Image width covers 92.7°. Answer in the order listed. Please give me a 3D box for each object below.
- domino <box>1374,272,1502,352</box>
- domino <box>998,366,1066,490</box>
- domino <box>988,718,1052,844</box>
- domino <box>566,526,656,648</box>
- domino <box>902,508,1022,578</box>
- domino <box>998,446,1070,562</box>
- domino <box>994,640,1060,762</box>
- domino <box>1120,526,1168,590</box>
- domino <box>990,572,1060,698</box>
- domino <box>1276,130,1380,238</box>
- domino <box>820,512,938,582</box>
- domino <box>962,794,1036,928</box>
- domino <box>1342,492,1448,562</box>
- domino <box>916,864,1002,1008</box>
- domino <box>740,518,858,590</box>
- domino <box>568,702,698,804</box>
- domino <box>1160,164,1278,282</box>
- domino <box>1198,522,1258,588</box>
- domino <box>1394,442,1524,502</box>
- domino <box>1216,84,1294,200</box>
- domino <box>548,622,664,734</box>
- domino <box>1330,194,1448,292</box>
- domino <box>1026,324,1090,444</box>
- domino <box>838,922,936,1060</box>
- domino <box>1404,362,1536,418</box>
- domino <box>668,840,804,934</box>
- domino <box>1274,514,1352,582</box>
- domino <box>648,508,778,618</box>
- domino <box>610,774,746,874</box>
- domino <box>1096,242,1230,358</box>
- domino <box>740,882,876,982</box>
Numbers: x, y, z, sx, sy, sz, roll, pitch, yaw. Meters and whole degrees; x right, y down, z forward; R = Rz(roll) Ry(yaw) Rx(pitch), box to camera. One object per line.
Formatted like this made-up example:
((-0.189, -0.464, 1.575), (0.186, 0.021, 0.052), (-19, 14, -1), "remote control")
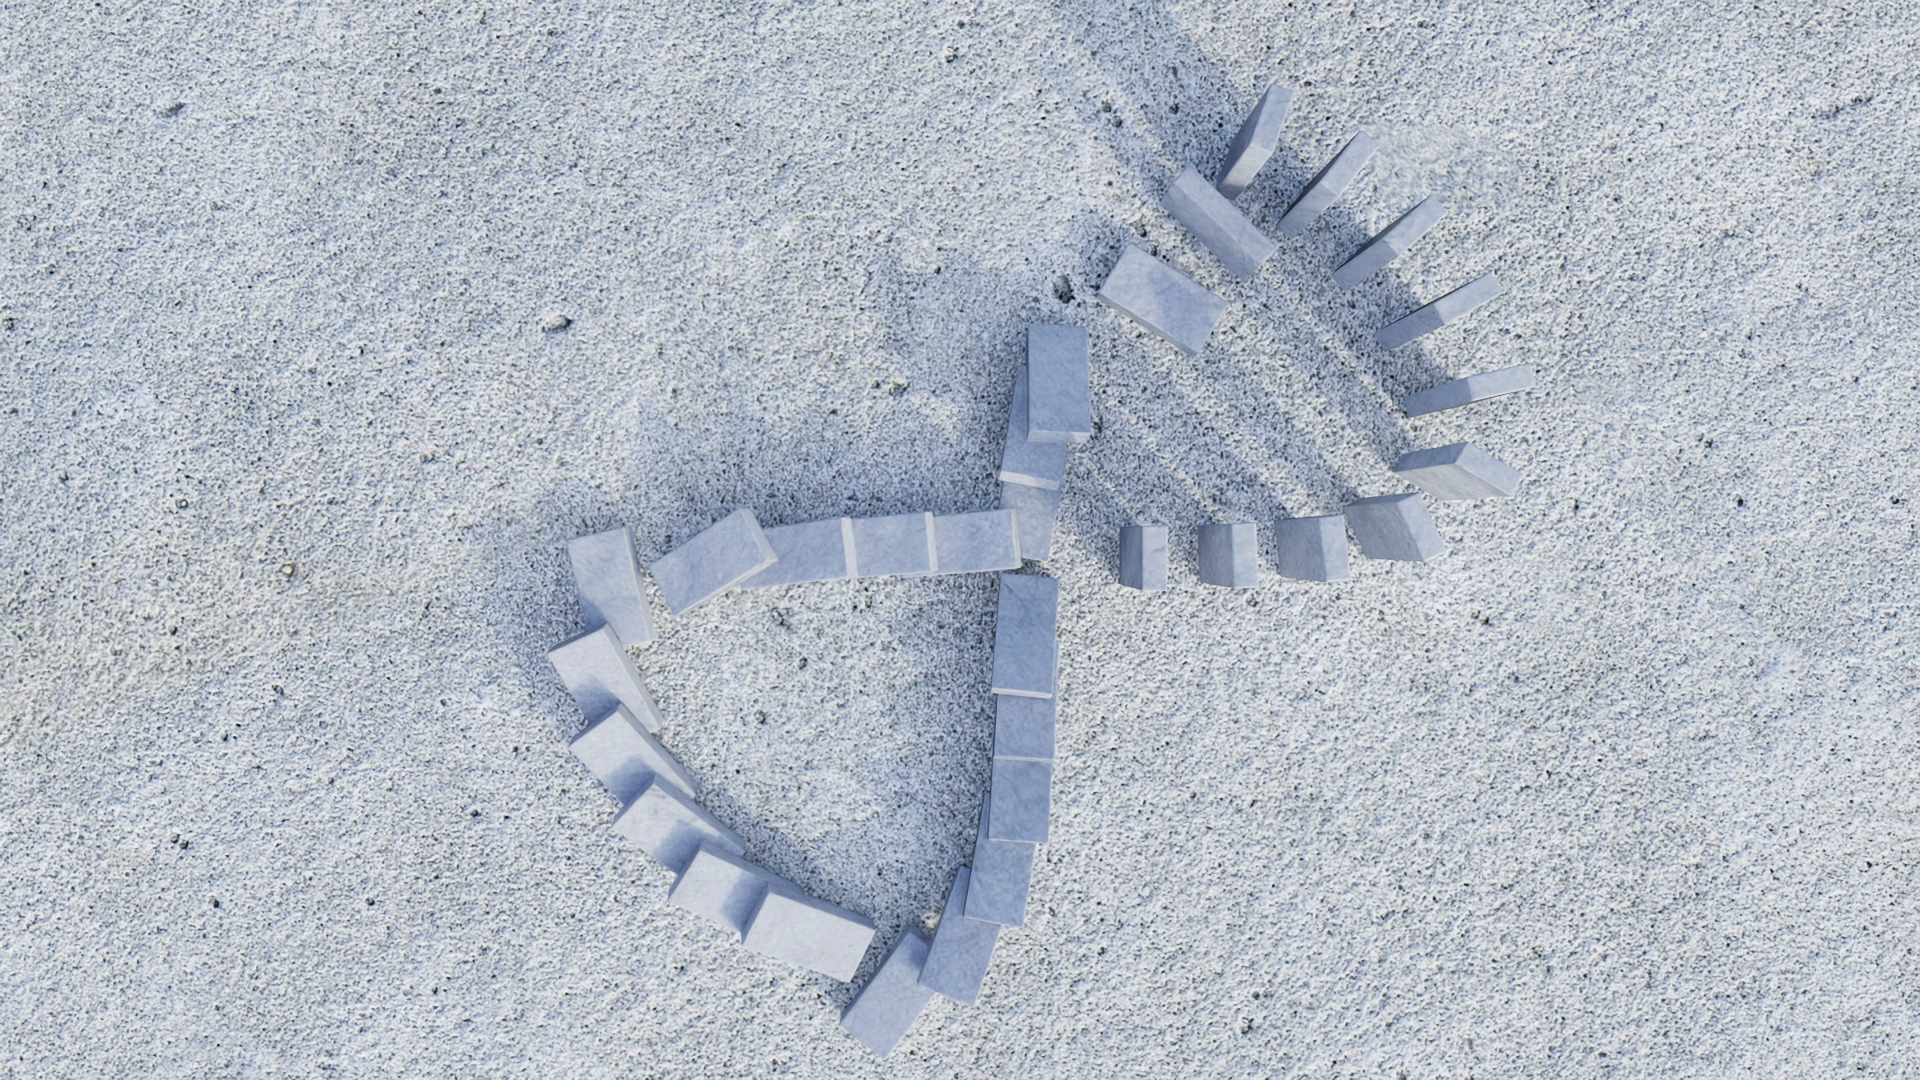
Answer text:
((0.194, -0.092, 0.375), (0.025, 0.050, 0.009), (-29, 90, 0), "domino")
((0.033, -0.048, 0.387), (0.025, 0.009, 0.050), (10, 71, 0), "domino")
((0.026, 0.102, 0.388), (0.025, 0.010, 0.050), (4, 73, 0), "domino")
((-0.150, 0.021, 0.395), (0.025, 0.010, 0.050), (-13, 90, 0), "domino")
((0.000, 0.001, 0.389), (0.050, 0.009, 0.025), (-5, 90, 15), "domino")
((0.030, -0.017, 0.395), (0.025, 0.009, 0.050), (10, 90, 0), "domino")
((0.028, 0.067, 0.389), (0.025, 0.009, 0.050), (4, 74, 0), "domino")
((0.074, 0.007, 0.375), (0.010, 0.050, 0.025), (0, 90, 0), "domino")
((0.027, 0.040, 0.386), (0.025, 0.009, 0.050), (6, 69, 1), "domino")
((0.149, -0.144, 0.375), (0.010, 0.050, 0.025), (38, 90, 0), "domino")
((-0.036, 0.003, 0.389), (0.050, 0.010, 0.025), (-6, 90, 16), "domino")
((0.018, 0.135, 0.388), (0.025, 0.010, 0.050), (11, 73, 0), "domino")
((0.177, -0.005, 0.375), (0.010, 0.050, 0.025), (-25, 90, 0), "domino")
((0.003, 0.167, 0.389), (0.025, 0.009, 0.050), (22, 75, 0), "domino")
((-0.070, 0.006, 0.389), (0.050, 0.009, 0.025), (-7, 90, 16), "domino")
((-0.138, 0.096, 0.388), (0.025, 0.009, 0.050), (-36, 107, 0), "domino")
((0.109, -0.133, 0.388), (0.050, 0.025, 0.010), (43, 90, 0), "domino")
((0.109, 0.006, 0.375), (0.009, 0.050, 0.025), (-3, 90, 0), "domino")
((0.202, -0.027, 0.375), (0.025, 0.050, 0.010), (30, 90, 0), "domino")
((0.119, -0.161, 0.375), (0.009, 0.050, 0.025), (20, 90, 0), "domino")
((-0.150, 0.063, 0.389), (0.025, 0.010, 0.050), (-24, 105, 0), "domino")
((0.174, -0.120, 0.375), (0.025, 0.050, 0.009), (-42, 90, 0), "domino")
((0.041, -0.066, 0.384), (0.025, 0.009, 0.050), (2, 71, -3), "domino")
((-0.027, 0.194, 0.395), (0.025, 0.009, 0.050), (37, 90, 0), "domino")
((0.207, -0.061, 0.375), (0.025, 0.050, 0.009), (-13, 90, 0), "domino")
((-0.095, 0.150, 0.388), (0.050, 0.010, 0.025), (32, 90, -17), "domino")
((0.143, 0.003, 0.375), (0.010, 0.050, 0.025), (-7, 90, 0), "domino")
((-0.105, 0.010, 0.388), (0.050, 0.009, 0.025), (-30, 85, 14), "domino")
((-0.119, 0.125, 0.388), (0.025, 0.009, 0.050), (-46, 107, 0), "domino")
((0.087, -0.103, 0.395), (0.050, 0.009, 0.025), (31, 90, 0), "domino")
((-0.064, 0.166, 0.388), (0.050, 0.010, 0.025), (27, 90, -17), "domino")
